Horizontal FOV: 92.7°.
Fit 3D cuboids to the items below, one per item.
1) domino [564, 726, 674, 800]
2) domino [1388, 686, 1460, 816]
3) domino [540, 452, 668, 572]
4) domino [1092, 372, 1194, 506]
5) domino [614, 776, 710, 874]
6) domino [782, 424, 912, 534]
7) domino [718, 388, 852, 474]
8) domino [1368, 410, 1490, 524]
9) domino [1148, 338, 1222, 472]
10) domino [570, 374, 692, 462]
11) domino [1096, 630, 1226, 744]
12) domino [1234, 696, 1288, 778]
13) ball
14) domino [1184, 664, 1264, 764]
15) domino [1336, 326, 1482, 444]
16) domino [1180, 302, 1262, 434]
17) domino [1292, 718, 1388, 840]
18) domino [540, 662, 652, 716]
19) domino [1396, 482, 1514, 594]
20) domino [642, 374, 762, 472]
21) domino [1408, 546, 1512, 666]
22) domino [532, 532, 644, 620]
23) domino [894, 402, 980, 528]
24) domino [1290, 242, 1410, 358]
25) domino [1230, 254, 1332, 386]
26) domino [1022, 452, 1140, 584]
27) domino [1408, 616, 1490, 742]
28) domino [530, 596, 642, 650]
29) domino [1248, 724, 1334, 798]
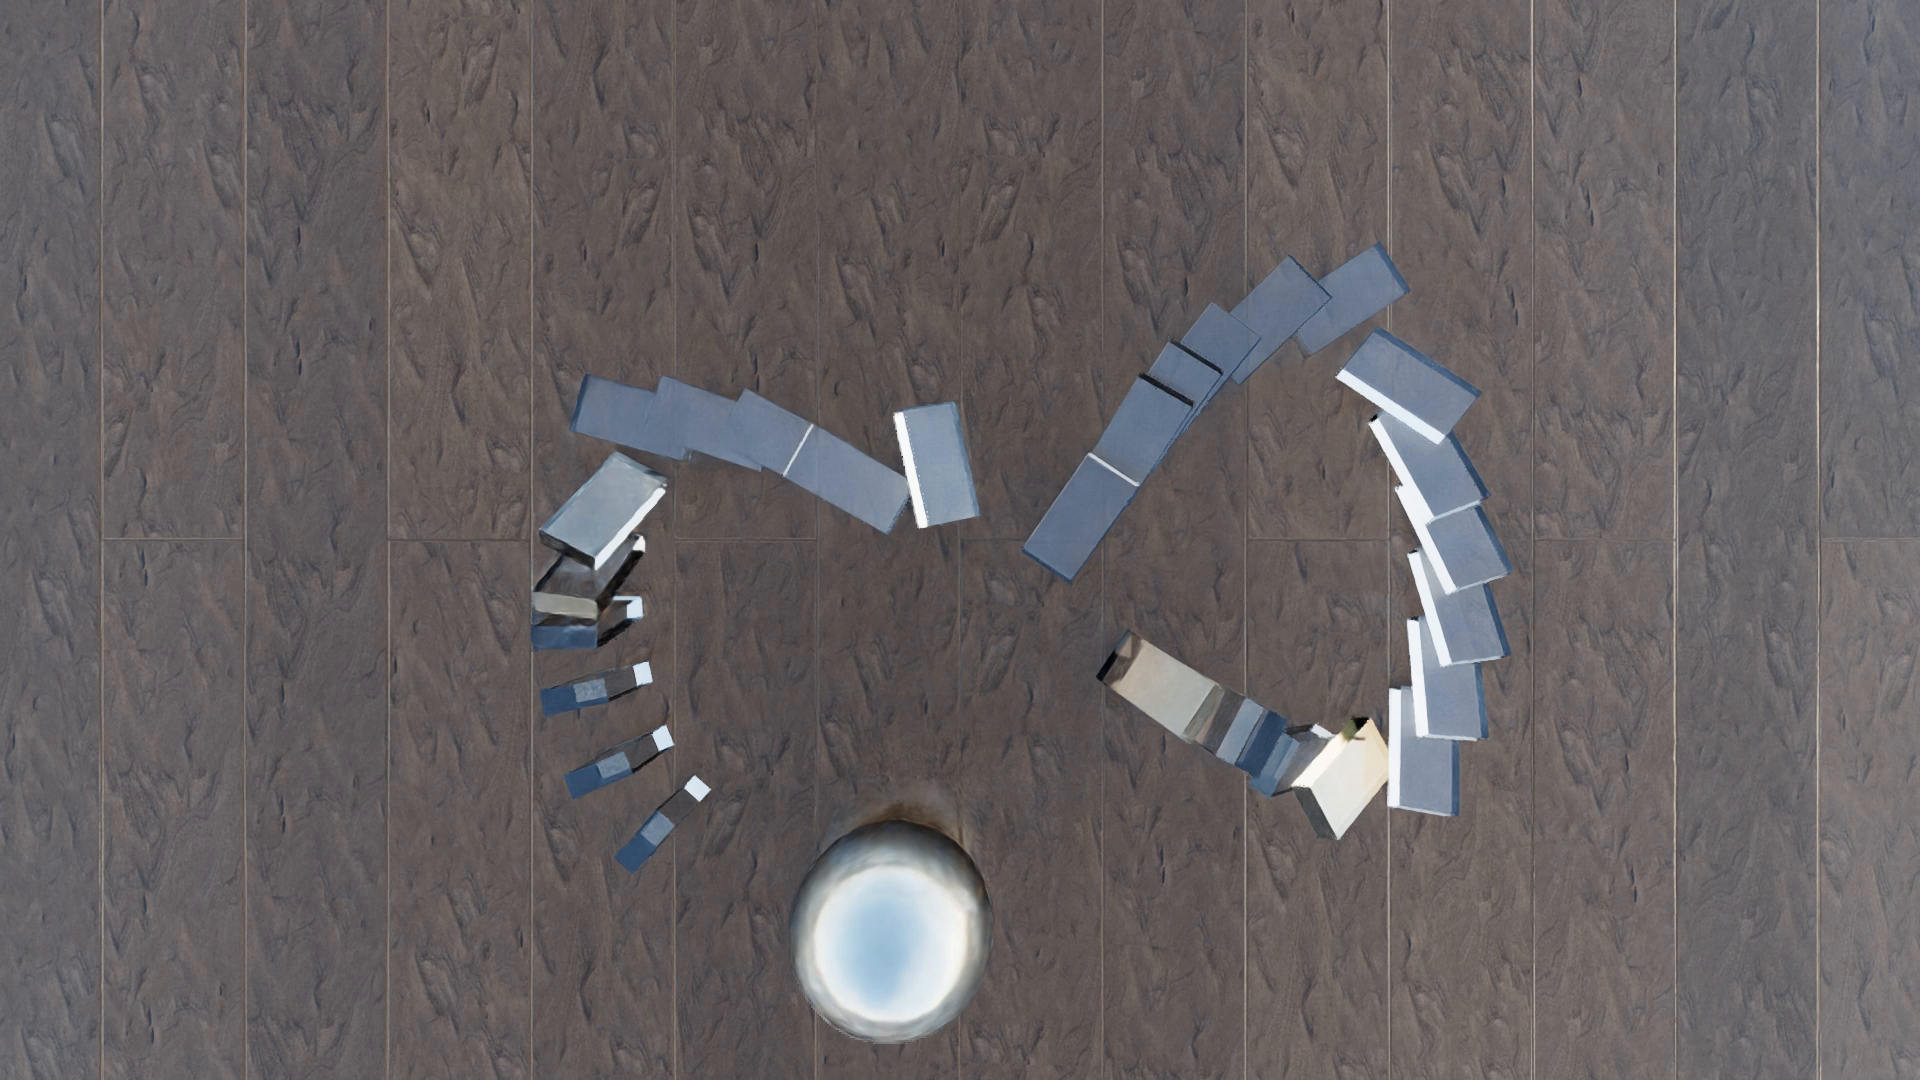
[{"bbox_3d":[-0.138,0.090,0.375,0.025,0.050,0.010,-23,90,0],"label":"domino"},{"bbox_3d":[0.196,0.089,0.388,0.025,0.009,0.050,10,72,0],"label":"domino"},{"bbox_3d":[-0.147,-0.013,0.380,0.025,0.009,0.050,28,50,1],"label":"domino"},{"bbox_3d":[0.073,-0.042,0.383,0.025,0.009,0.050,30,118,2],"label":"domino"},{"bbox_3d":[-0.121,0.115,0.375,0.009,0.050,0.025,41,90,0],"label":"domino"},{"bbox_3d":[-0.047,-0.025,0.388,0.050,0.010,0.025,30,89,-18],"label":"domino"},{"bbox_3d":[-0.074,-0.041,0.388,0.050,0.009,0.025,28,89,-18],"label":"domino"},{"bbox_3d":[0.198,-0.035,0.388,0.025,0.009,0.050,-21,72,-1],"label":"domino"},{"bbox_3d":[0.084,-0.056,0.384,0.025,0.009,0.050,32,118,1],"label":"domino"},{"bbox_3d":[-0.139,-0.052,0.395,0.050,0.009,0.025,15,90,0],"label":"domino"},{"bbox_3d":[0.082,0.059,0.378,0.009,0.050,0.025,33,90,-40],"label":"domino"},{"bbox_3d":[0.118,0.079,0.375,0.010,0.050,0.025,28,90,7],"label":"domino"},{"bbox_3d":[-0.026,0.152,0.360,0.080,0.080,0.080,0,90,0],"label":"ball"},{"bbox_3d":[0.101,0.070,0.375,0.009,0.050,0.025,28,90,-17],"label":"domino"},{"bbox_3d":[0.189,-0.066,0.387,0.050,0.010,0.025,39,83,15],"label":"domino"},{"bbox_3d":[0.100,-0.073,0.388,0.025,0.009,0.050,37,107,0],"label":"domino"},{"bbox_3d":[0.161,0.099,0.382,0.050,0.009,0.025,-32,96,-32],"label":"domino"},{"bbox_3d":[-0.147,0.060,0.375,0.025,0.050,0.009,-12,90,0],"label":"domino"},{"bbox_3d":[0.208,-0.005,0.388,0.025,0.009,0.050,-17,71,0],"label":"domino"},{"bbox_3d":[-0.105,-0.049,0.388,0.050,0.010,0.025,19,90,-17],"label":"domino"},{"bbox_3d":[0.211,0.026,0.388,0.025,0.009,0.050,-8,71,0],"label":"domino"},{"bbox_3d":[-0.151,0.012,0.376,0.025,0.050,0.010,8,122,0],"label":"domino"},{"bbox_3d":[-0.010,-0.032,0.391,0.025,0.009,0.050,-12,90,-25],"label":"domino"},{"bbox_3d":[0.165,-0.103,0.395,0.050,0.009,0.025,-33,90,0],"label":"domino"},{"bbox_3d":[0.128,-0.093,0.388,0.025,0.010,0.050,45,107,0],"label":"domino"},{"bbox_3d":[0.051,-0.009,0.388,0.025,0.010,0.050,34,108,0],"label":"domino"},{"bbox_3d":[0.206,0.058,0.388,0.025,0.010,0.050,4,72,0],"label":"domino"},{"bbox_3d":[-0.151,0.033,0.375,0.025,0.050,0.010,0,99,0],"label":"domino"},{"bbox_3d":[0.137,0.090,0.375,0.009,0.050,0.025,32,102,36],"label":"domino"}]
